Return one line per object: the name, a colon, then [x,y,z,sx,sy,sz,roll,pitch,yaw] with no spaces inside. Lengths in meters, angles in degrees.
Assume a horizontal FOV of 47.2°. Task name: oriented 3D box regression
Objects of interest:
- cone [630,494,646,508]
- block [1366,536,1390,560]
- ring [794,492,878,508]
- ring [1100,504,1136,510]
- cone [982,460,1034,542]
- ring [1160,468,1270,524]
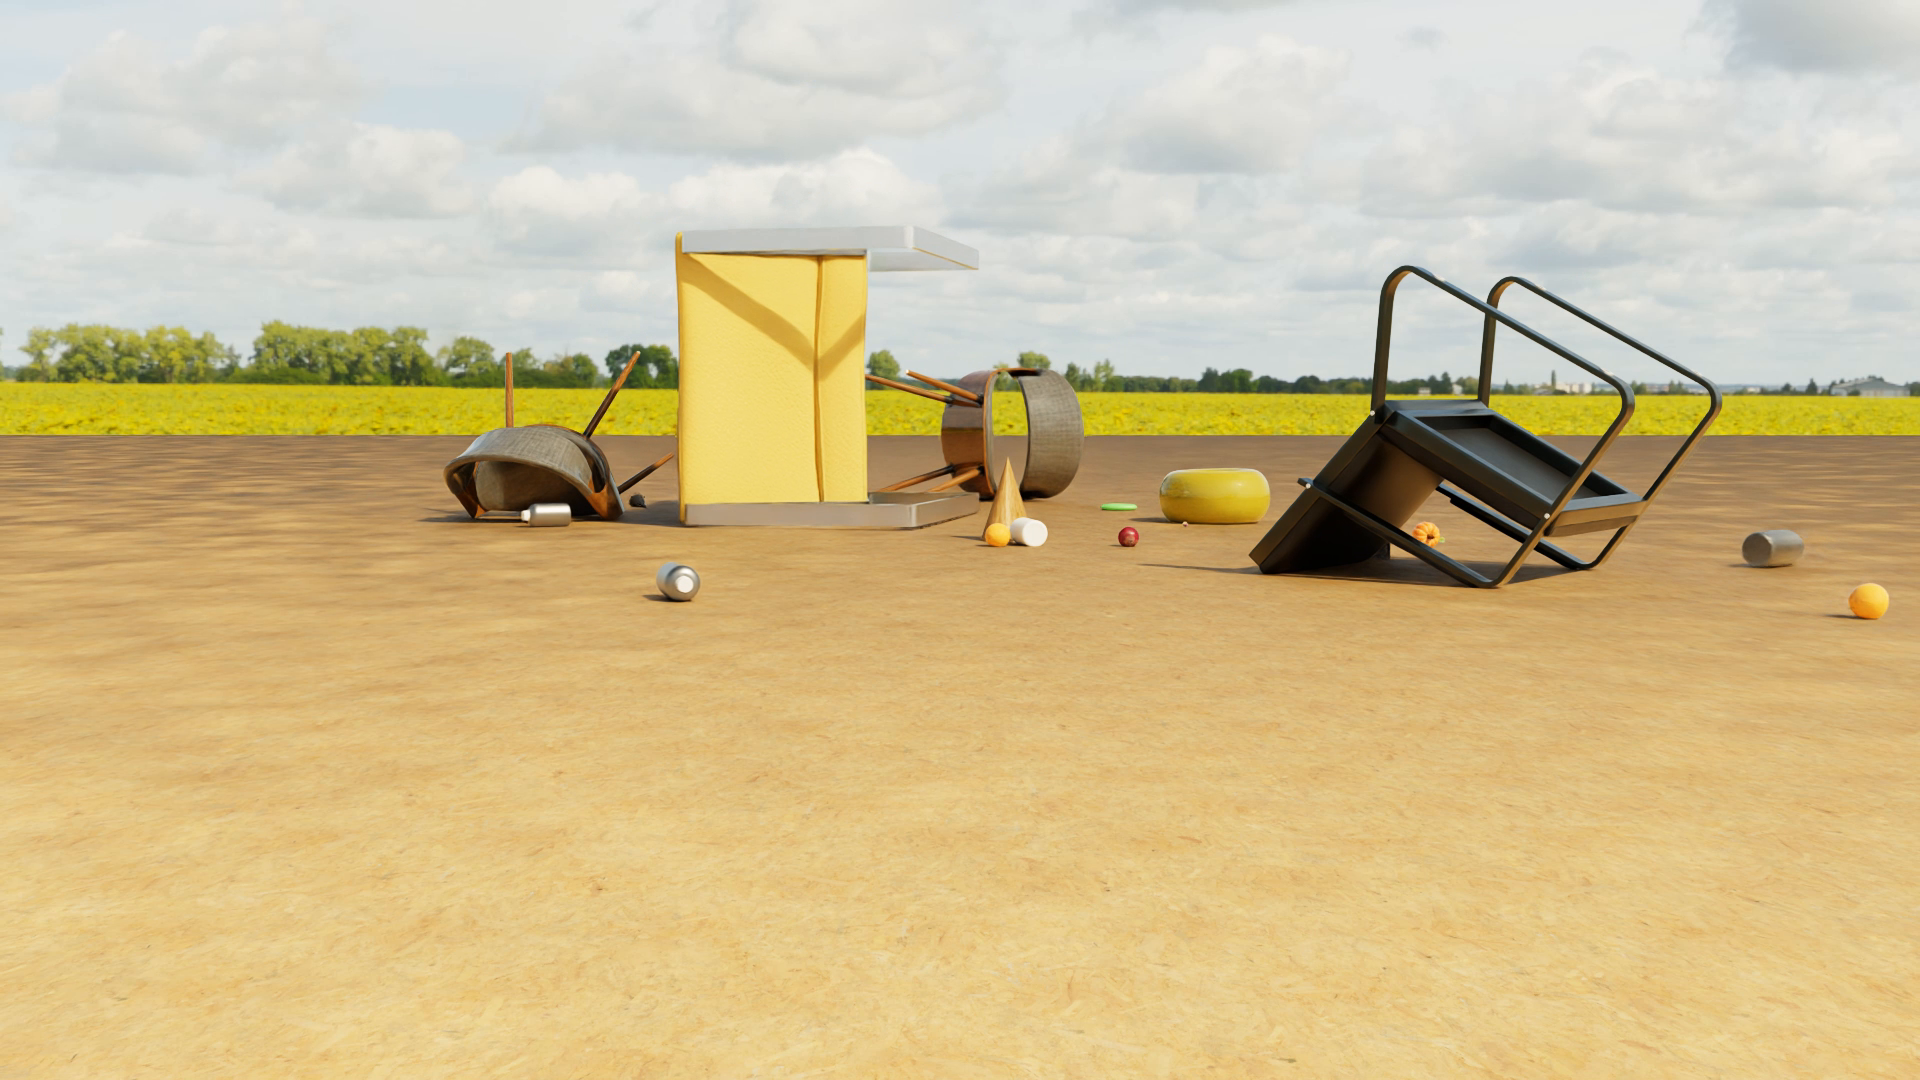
cone: [-1.208,-0.135,8.339,0.069,0.052,0.067,0,24,-45]
block: [1.114,0.022,5.856,0.062,0.051,0.118,1,4,12]
ring: [-0.472,-0.154,8.400,0.350,0.053,0.165,-1,3,-25]
ring: [0.589,-0.122,8.156,0.136,0.023,0.082,0,5,12]
cone: [0.143,-0.125,6.543,0.153,0.249,0.228,1,4,19]
ring: [0.858,-0.147,7.418,0.350,0.178,0.406,-4,5,-33]
